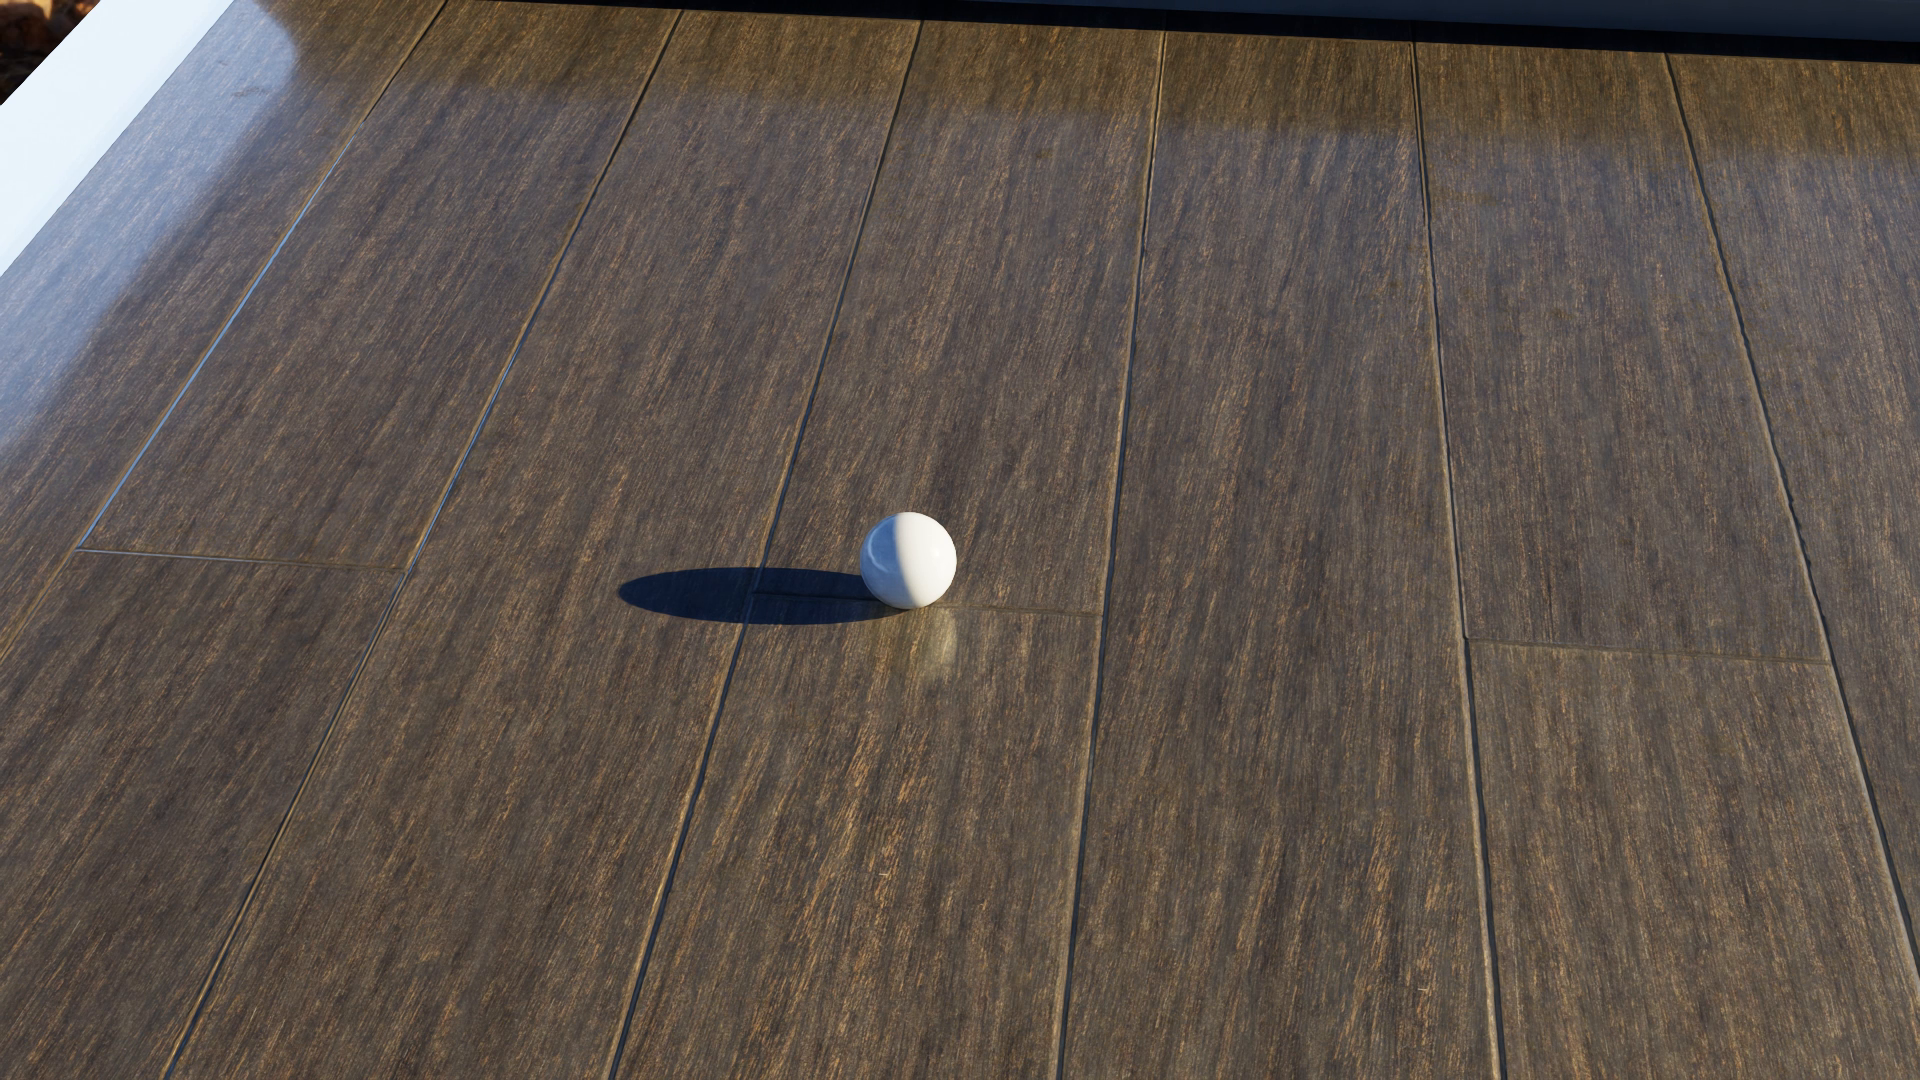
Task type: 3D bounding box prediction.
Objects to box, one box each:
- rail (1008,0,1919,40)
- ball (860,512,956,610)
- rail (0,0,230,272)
[{"bbox_3d":[0.971,-0.543,2.539,3.472,0.126,0.045,4,35,5],"label":"rail"},{"bbox_3d":[-0.037,0.015,1.797,0.068,0.068,0.068,0,35,0],"label":"ball"},{"bbox_3d":[-0.839,-0.074,1.872,0.045,0.126,2.059,4,35,5],"label":"rail"}]
